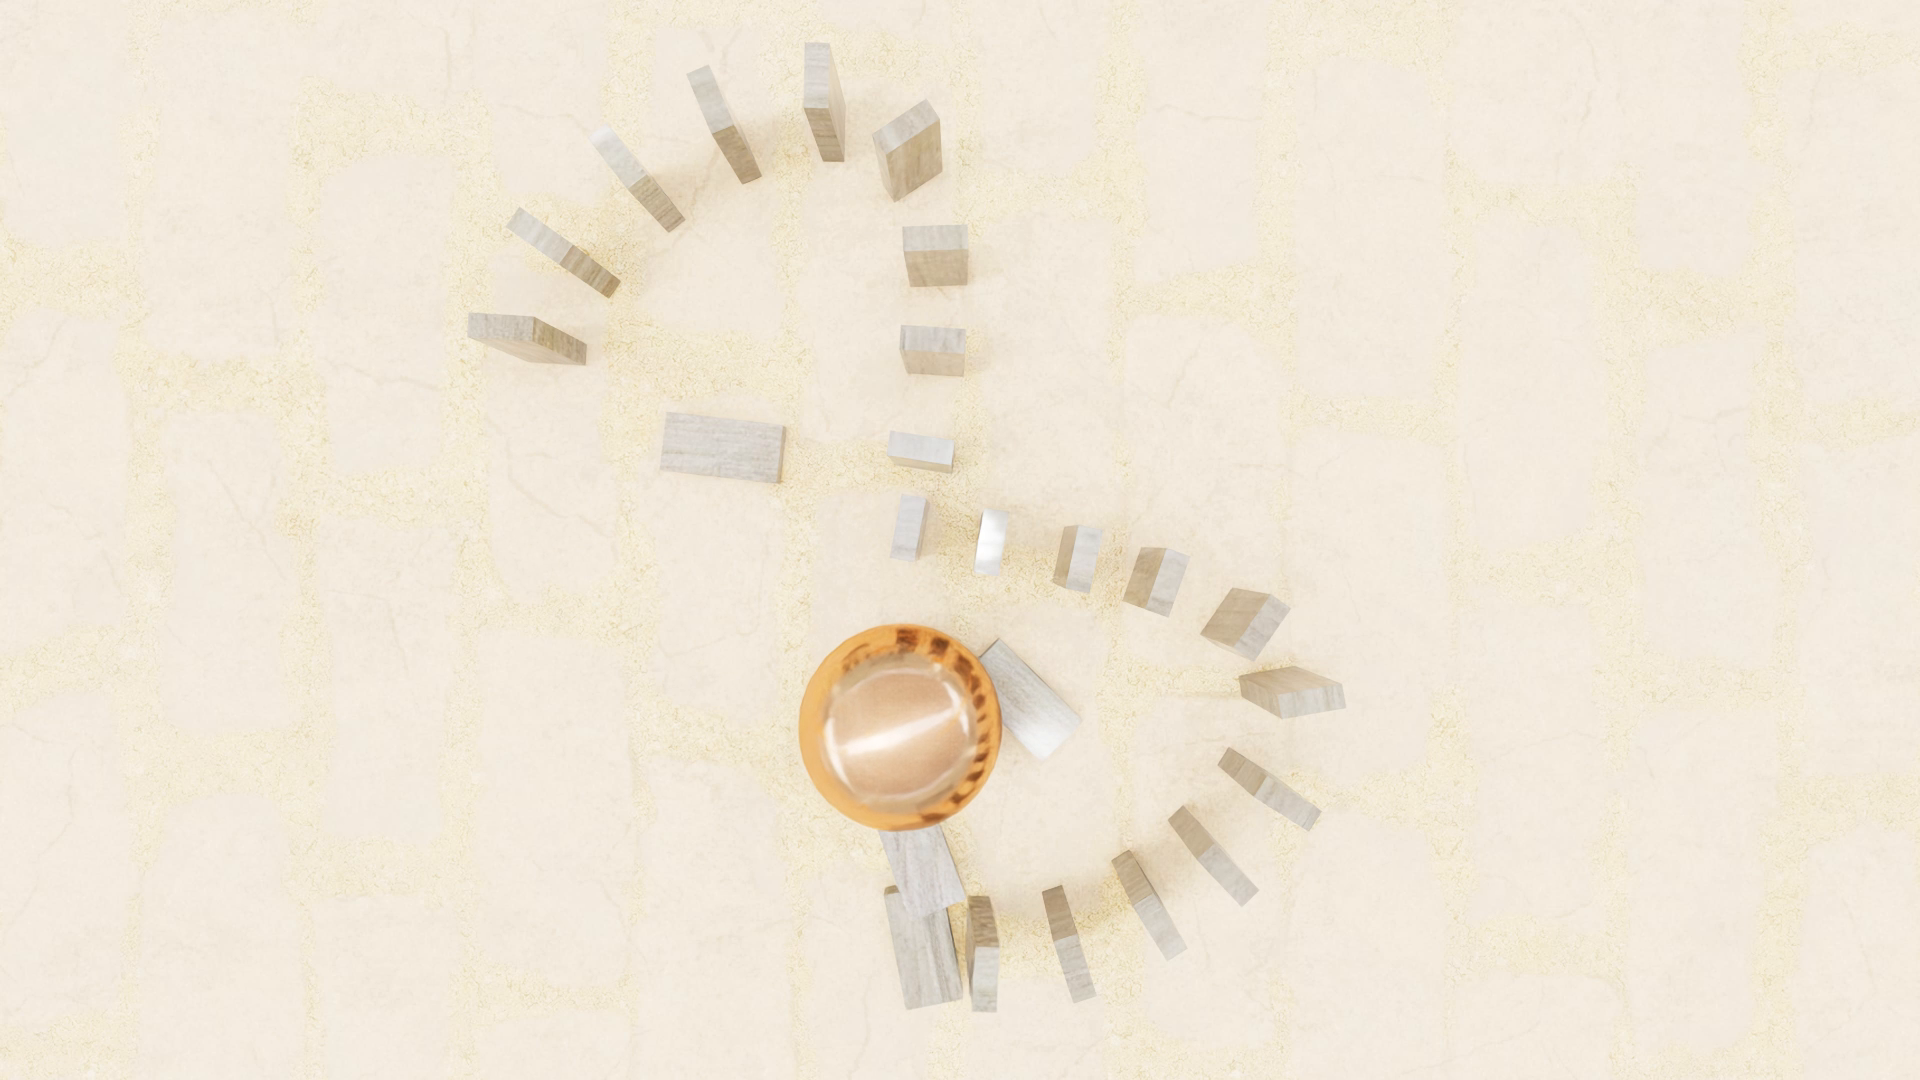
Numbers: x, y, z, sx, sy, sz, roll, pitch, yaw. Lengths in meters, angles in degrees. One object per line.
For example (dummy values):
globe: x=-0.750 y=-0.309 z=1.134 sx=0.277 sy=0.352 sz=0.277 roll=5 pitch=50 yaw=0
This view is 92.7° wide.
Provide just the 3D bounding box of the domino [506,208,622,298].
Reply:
domino: x=-0.161 y=-0.116 z=0.375 sx=0.025 sy=0.050 sz=0.010 roll=35 pitch=90 yaw=0

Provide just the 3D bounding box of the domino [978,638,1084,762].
domino: x=0.026 y=0.069 z=0.395 sx=0.050 sy=0.010 sz=0.025 roll=44 pitch=90 yaw=0

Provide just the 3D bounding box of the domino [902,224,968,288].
domino: x=-0.009 y=-0.115 z=0.375 sx=0.025 sy=0.050 sz=0.010 roll=-2 pitch=90 yaw=0

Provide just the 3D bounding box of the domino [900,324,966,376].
domino: x=-0.010 y=-0.077 z=0.375 sx=0.025 sy=0.050 sz=0.010 roll=4 pitch=90 yaw=0

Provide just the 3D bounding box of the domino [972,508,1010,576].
domino: x=0.012 y=0.001 z=0.375 sx=0.009 sy=0.050 sz=0.025 roll=9 pitch=90 yaw=0

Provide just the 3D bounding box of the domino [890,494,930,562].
domino: x=-0.020 y=-0.005 z=0.375 sx=0.009 sy=0.050 sz=0.025 roll=11 pitch=90 yaw=0

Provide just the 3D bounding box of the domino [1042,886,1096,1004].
domino: x=0.044 y=0.164 z=0.375 sx=0.009 sy=0.050 sz=0.025 roll=-18 pitch=90 yaw=0

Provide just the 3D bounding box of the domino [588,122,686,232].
domino: x=-0.131 y=-0.147 z=0.375 sx=0.009 sy=0.050 sz=0.025 roll=-38 pitch=90 yaw=0

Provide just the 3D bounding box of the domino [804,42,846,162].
domino: x=-0.055 y=-0.178 z=0.375 sx=0.010 sy=0.050 sz=0.025 roll=1 pitch=90 yaw=0

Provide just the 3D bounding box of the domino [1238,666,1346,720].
domino: x=0.135 y=0.062 z=0.375 sx=0.025 sy=0.050 sz=0.010 roll=-10 pitch=90 yaw=0

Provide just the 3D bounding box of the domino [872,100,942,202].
domino: x=-0.021 y=-0.158 z=0.375 sx=0.025 sy=0.050 sz=0.009 roll=-33 pitch=90 yaw=0

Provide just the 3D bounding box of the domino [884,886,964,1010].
domino: x=-0.016 y=0.174 z=0.395 sx=0.025 sy=0.009 sz=0.050 roll=-11 pitch=90 yaw=0

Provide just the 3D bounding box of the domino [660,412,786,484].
domino: x=-0.102 y=-0.039 z=0.395 sx=0.050 sy=0.009 sz=0.025 roll=7 pitch=90 yaw=0

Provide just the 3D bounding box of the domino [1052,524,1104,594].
domino: x=0.047 y=0.007 z=0.375 sx=0.009 sy=0.050 sz=0.025 roll=12 pitch=90 yaw=0

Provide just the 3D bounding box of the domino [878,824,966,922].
domino: x=-0.018 y=0.132 z=0.389 sx=0.025 sy=0.009 sz=0.050 roll=-21 pitch=77 yaw=-2

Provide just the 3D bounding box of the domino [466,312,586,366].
domino: x=-0.176 y=-0.082 z=0.375 sx=0.025 sy=0.050 sz=0.009 roll=4 pitch=90 yaw=0

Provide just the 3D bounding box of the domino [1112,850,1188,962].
domino: x=0.077 y=0.148 z=0.375 sx=0.010 sy=0.050 sz=0.025 roll=-32 pitch=90 yaw=0

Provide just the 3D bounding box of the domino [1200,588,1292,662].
domino: x=0.116 y=0.034 z=0.375 sx=0.009 sy=0.050 sz=0.025 roll=35 pitch=90 yaw=0

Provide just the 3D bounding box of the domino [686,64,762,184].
domino: x=-0.096 y=-0.168 z=0.375 sx=0.009 sy=0.050 sz=0.025 roll=-23 pitch=90 yaw=0

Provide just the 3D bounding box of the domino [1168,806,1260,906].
domino: x=0.102 y=0.128 z=0.375 sx=0.009 sy=0.050 sz=0.025 roll=-43 pitch=90 yaw=0

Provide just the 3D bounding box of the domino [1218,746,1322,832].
domino: x=0.125 y=0.101 z=0.375 sx=0.025 sy=0.050 sz=0.010 roll=32 pitch=90 yaw=0

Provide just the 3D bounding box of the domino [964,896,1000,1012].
domino: x=0.009 y=0.168 z=0.375 sx=0.009 sy=0.050 sz=0.025 roll=3 pitch=90 yaw=-3

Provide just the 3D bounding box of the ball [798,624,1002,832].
ball: x=-0.023 y=0.073 z=0.360 sx=0.080 sy=0.080 sz=0.080 roll=0 pitch=90 yaw=0

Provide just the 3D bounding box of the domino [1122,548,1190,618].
domino: x=0.079 y=0.016 z=0.375 sx=0.009 sy=0.050 sz=0.025 roll=20 pitch=90 yaw=0

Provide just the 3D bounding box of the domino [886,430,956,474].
domino: x=-0.015 y=-0.035 z=0.375 sx=0.025 sy=0.050 sz=0.010 roll=9 pitch=90 yaw=0
